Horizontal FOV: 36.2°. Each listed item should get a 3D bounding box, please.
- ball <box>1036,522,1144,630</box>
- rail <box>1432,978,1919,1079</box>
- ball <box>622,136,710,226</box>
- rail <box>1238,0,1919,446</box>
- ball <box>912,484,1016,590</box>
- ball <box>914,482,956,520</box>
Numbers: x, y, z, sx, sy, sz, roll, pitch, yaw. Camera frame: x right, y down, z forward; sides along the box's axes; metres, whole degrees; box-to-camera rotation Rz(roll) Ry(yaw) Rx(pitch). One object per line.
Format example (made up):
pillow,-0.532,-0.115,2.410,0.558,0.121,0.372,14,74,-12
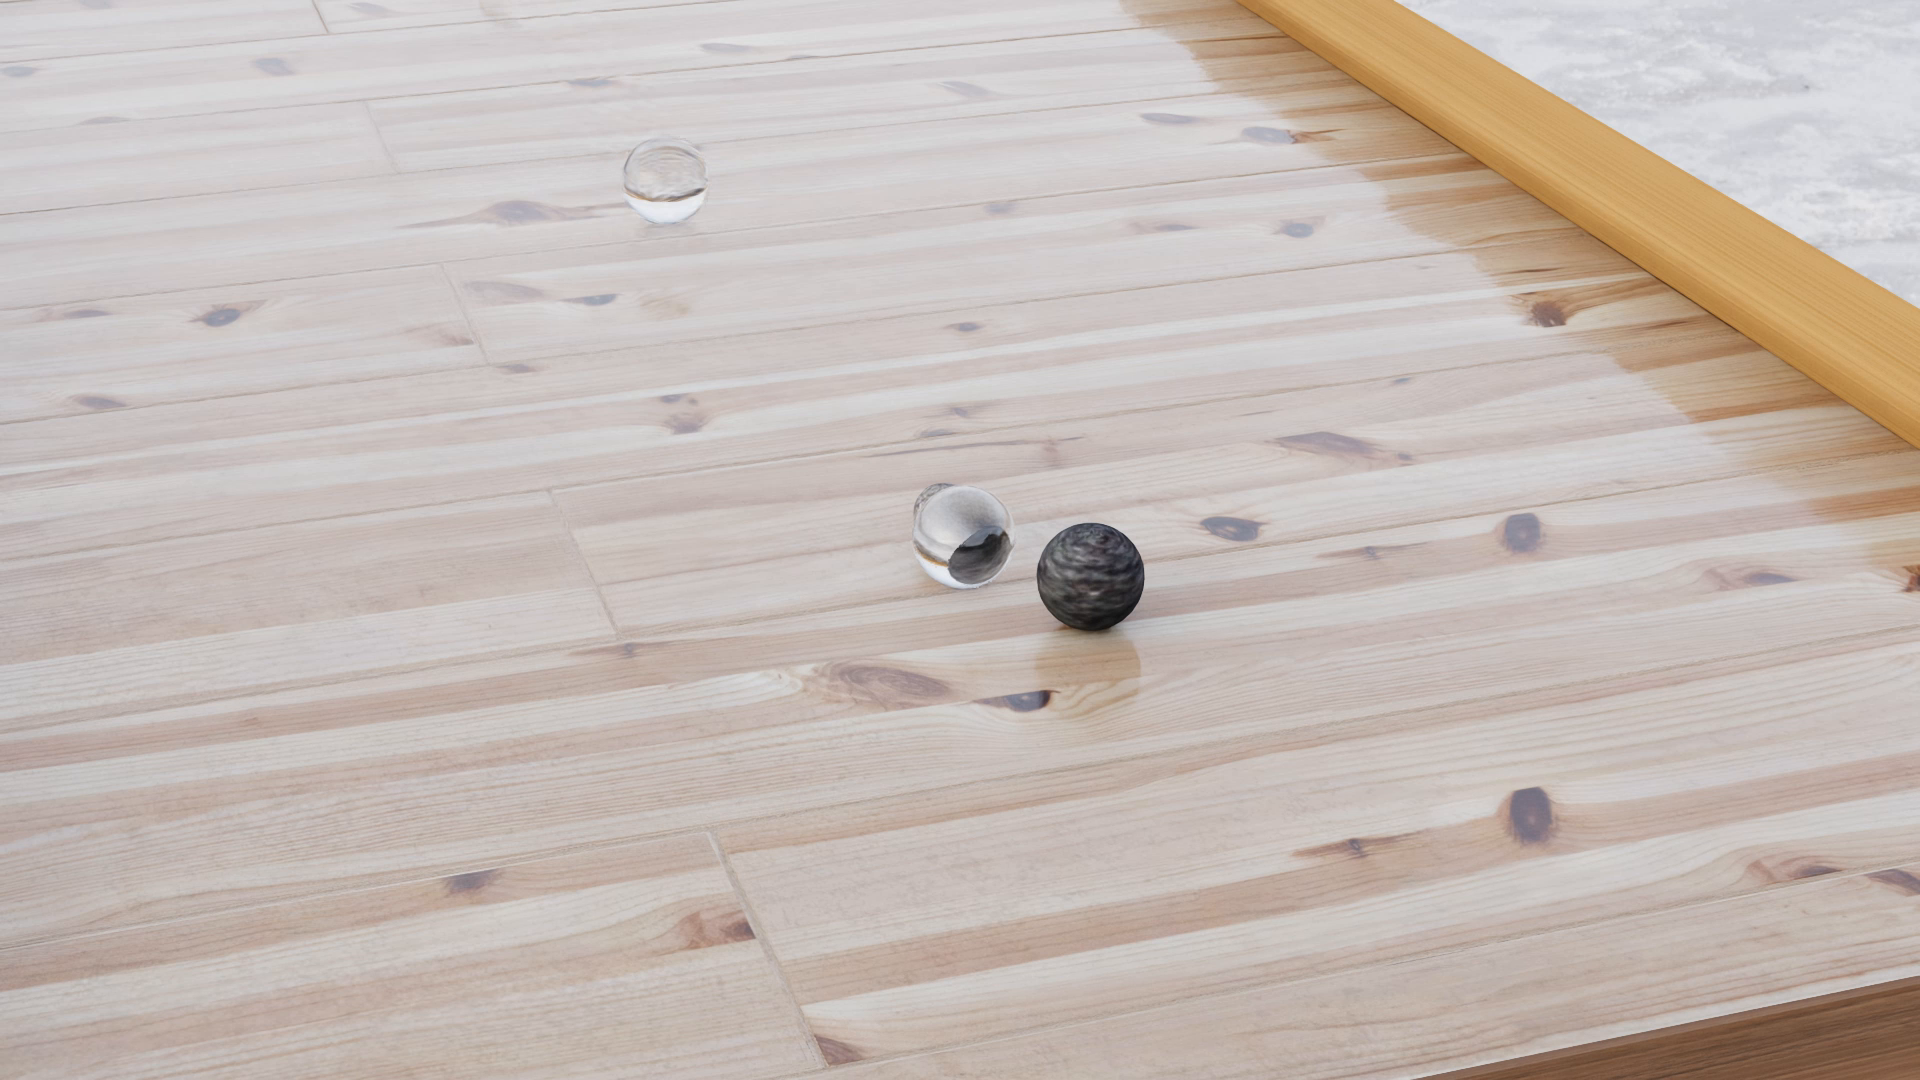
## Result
ball,0.086,0.024,1.947,0.072,0.072,0.072,0,26,0
rail,0.224,0.279,1.382,1.520,0.103,0.045,-8,27,-16
ball,-0.267,-0.325,2.661,0.079,0.079,0.079,0,26,0
rail,0.468,-0.427,2.844,0.045,0.103,2.982,-8,27,-16
ball,0.003,-0.002,2.004,0.071,0.071,0.071,0,26,0
ball,-0.012,-0.019,2.070,0.043,0.043,0.043,0,26,0
